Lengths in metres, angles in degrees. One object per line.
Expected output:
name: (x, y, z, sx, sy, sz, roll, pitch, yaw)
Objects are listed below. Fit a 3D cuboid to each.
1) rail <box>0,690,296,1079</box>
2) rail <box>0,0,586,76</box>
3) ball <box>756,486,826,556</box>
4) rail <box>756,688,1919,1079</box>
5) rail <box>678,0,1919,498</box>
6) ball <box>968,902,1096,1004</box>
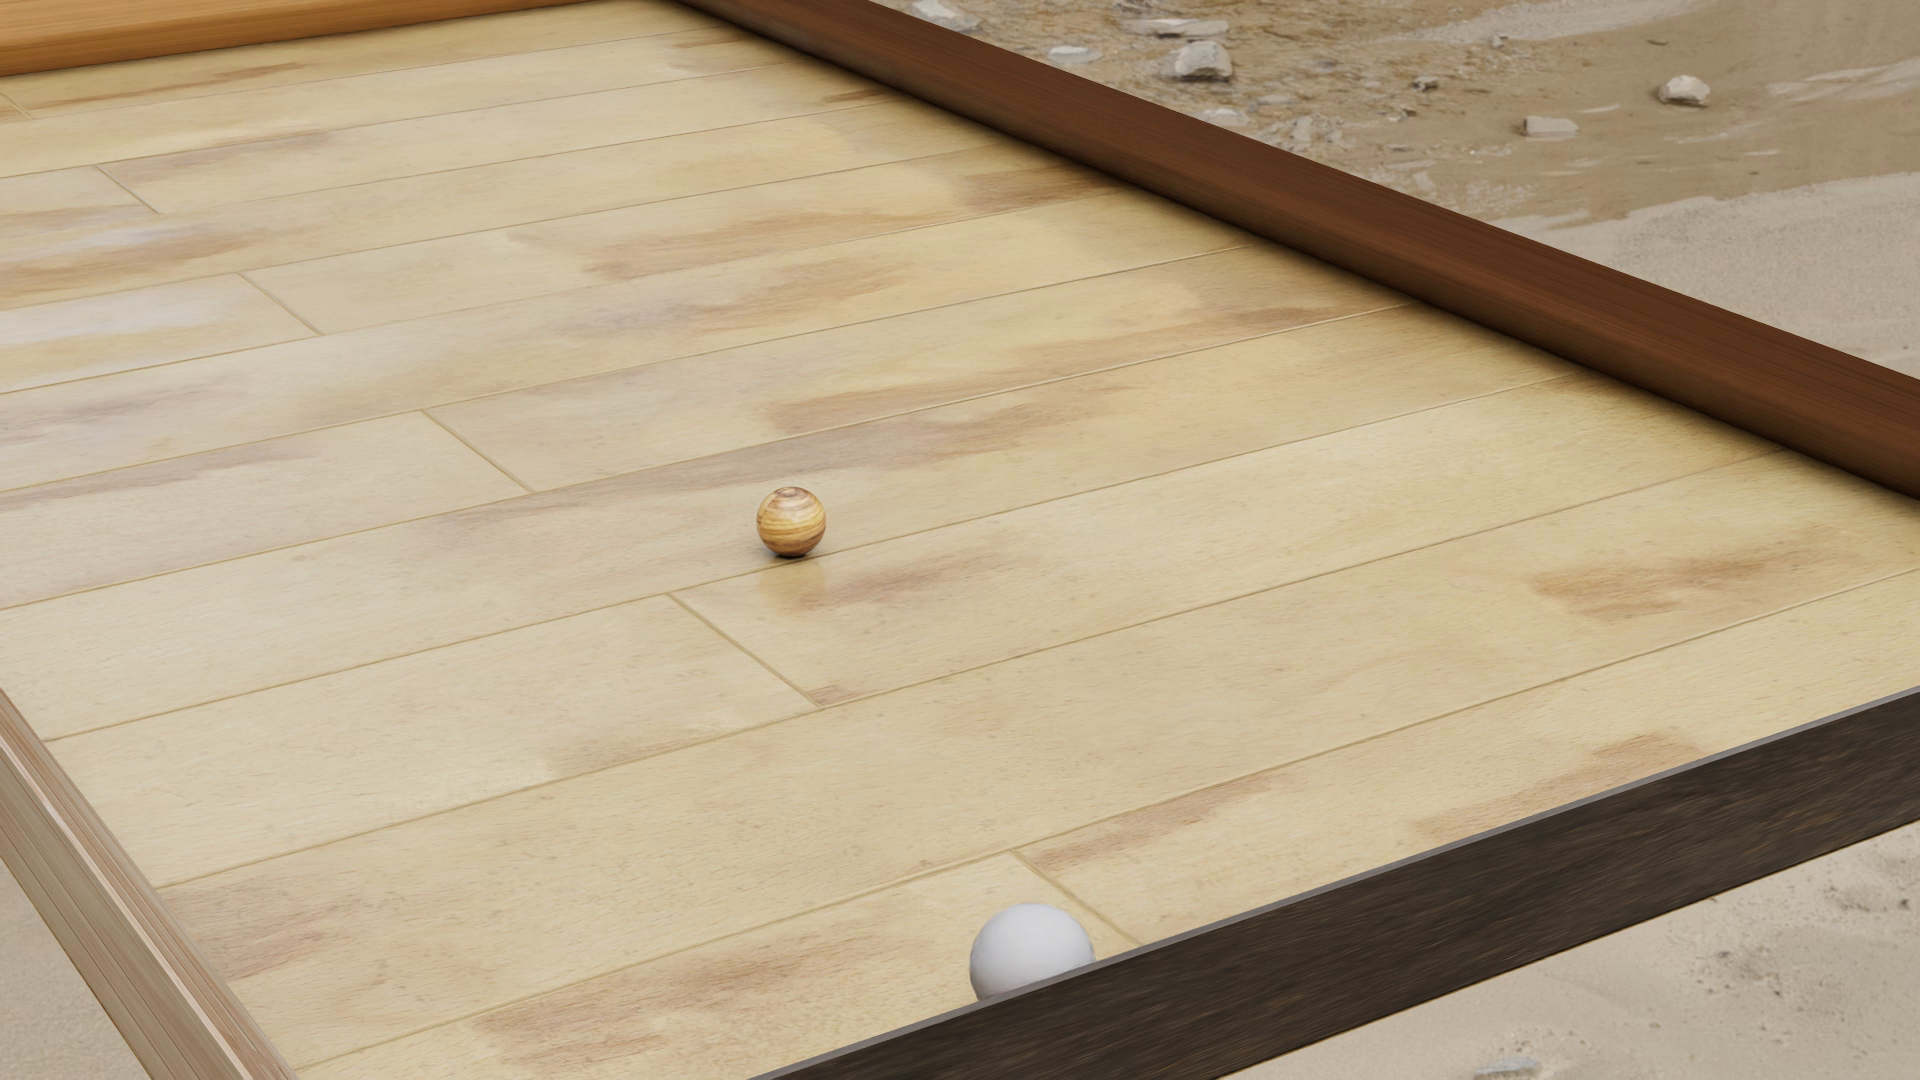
rail: (-1.017, -0.091, 2.524, 0.045, 0.103, 2.796, -14, 26, -29)
rail: (-1.106, -0.697, 3.971, 1.570, 0.103, 0.045, -14, 26, -29)
ball: (-0.138, -0.015, 2.404, 0.058, 0.058, 0.058, 0, 23, 0)
rail: (0.360, 0.201, 1.826, 1.570, 0.103, 0.045, -14, 26, -29)
rail: (0.271, -0.405, 3.273, 0.045, 0.103, 2.796, -14, 26, -29)
ball: (0.043, 0.253, 1.742, 0.075, 0.075, 0.075, 0, 23, 0)
